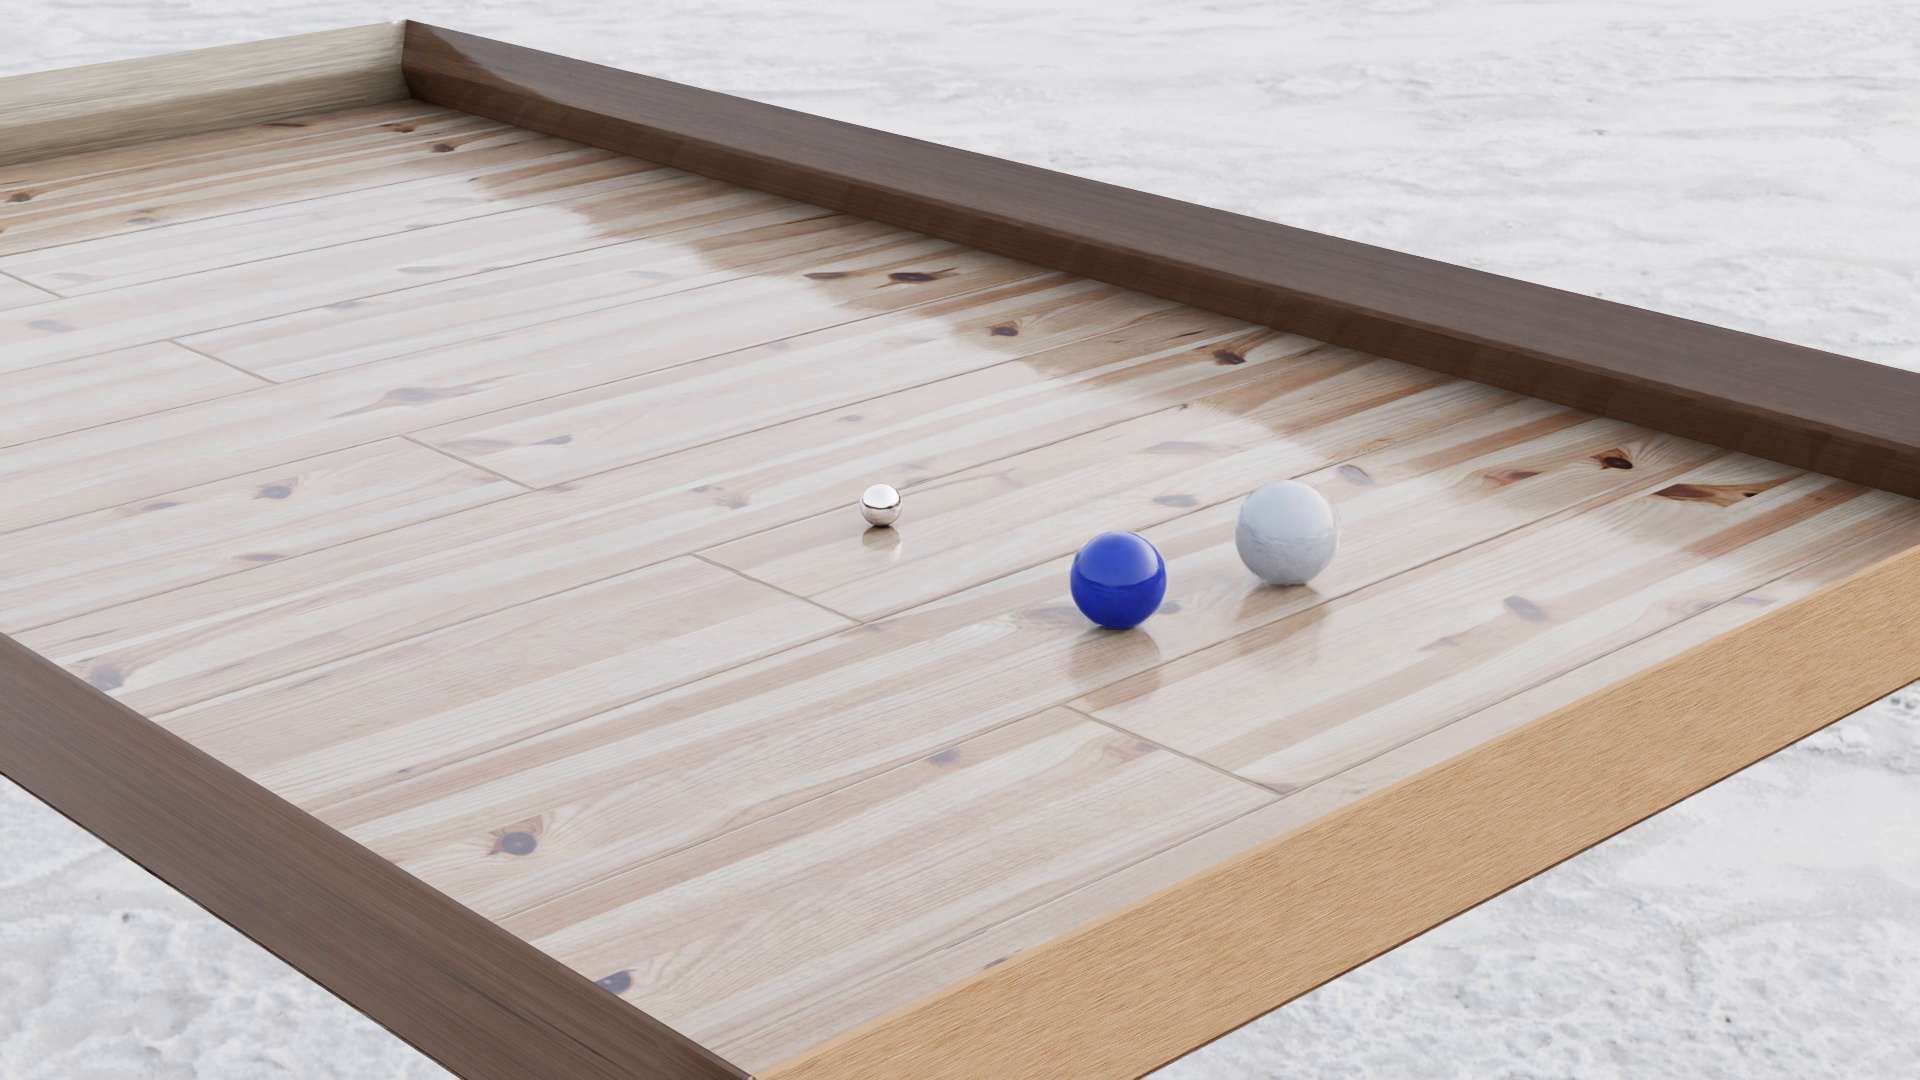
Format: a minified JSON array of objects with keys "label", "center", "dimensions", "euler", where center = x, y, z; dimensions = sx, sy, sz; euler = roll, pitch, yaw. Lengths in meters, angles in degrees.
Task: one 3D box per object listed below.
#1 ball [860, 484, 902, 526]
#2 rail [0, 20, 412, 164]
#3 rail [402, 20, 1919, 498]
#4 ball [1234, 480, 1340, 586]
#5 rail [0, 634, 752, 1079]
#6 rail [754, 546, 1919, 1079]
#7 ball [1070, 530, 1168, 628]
[{"label":"ball","center":[-0.077,-0.034,2.883],"dimensions":[0.042,0.042,0.042],"euler":[0,20,0]},{"label":"rail","center":[-1.508,-0.579,4.239],"dimensions":[1.714,0.128,0.045],"euler":[-18,27,-40]},{"label":"rail","center":[0.100,-0.408,3.775],"dimensions":[0.045,0.128,2.969],"euler":[-18,27,-40]},{"label":"ball","center":[0.303,-0.007,2.727],"dimensions":[0.098,0.098,0.098],"euler":[0,20,0]},{"label":"rail","center":[-1.116,-0.015,2.704],"dimensions":[0.045,0.128,2.969],"euler":[-18,27,-40]},{"label":"rail","center":[0.492,0.155,2.239],"dimensions":[1.714,0.128,0.045],"euler":[-18,27,-40]},{"label":"ball","center":[0.141,0.035,2.627],"dimensions":[0.087,0.087,0.087],"euler":[0,20,0]}]
